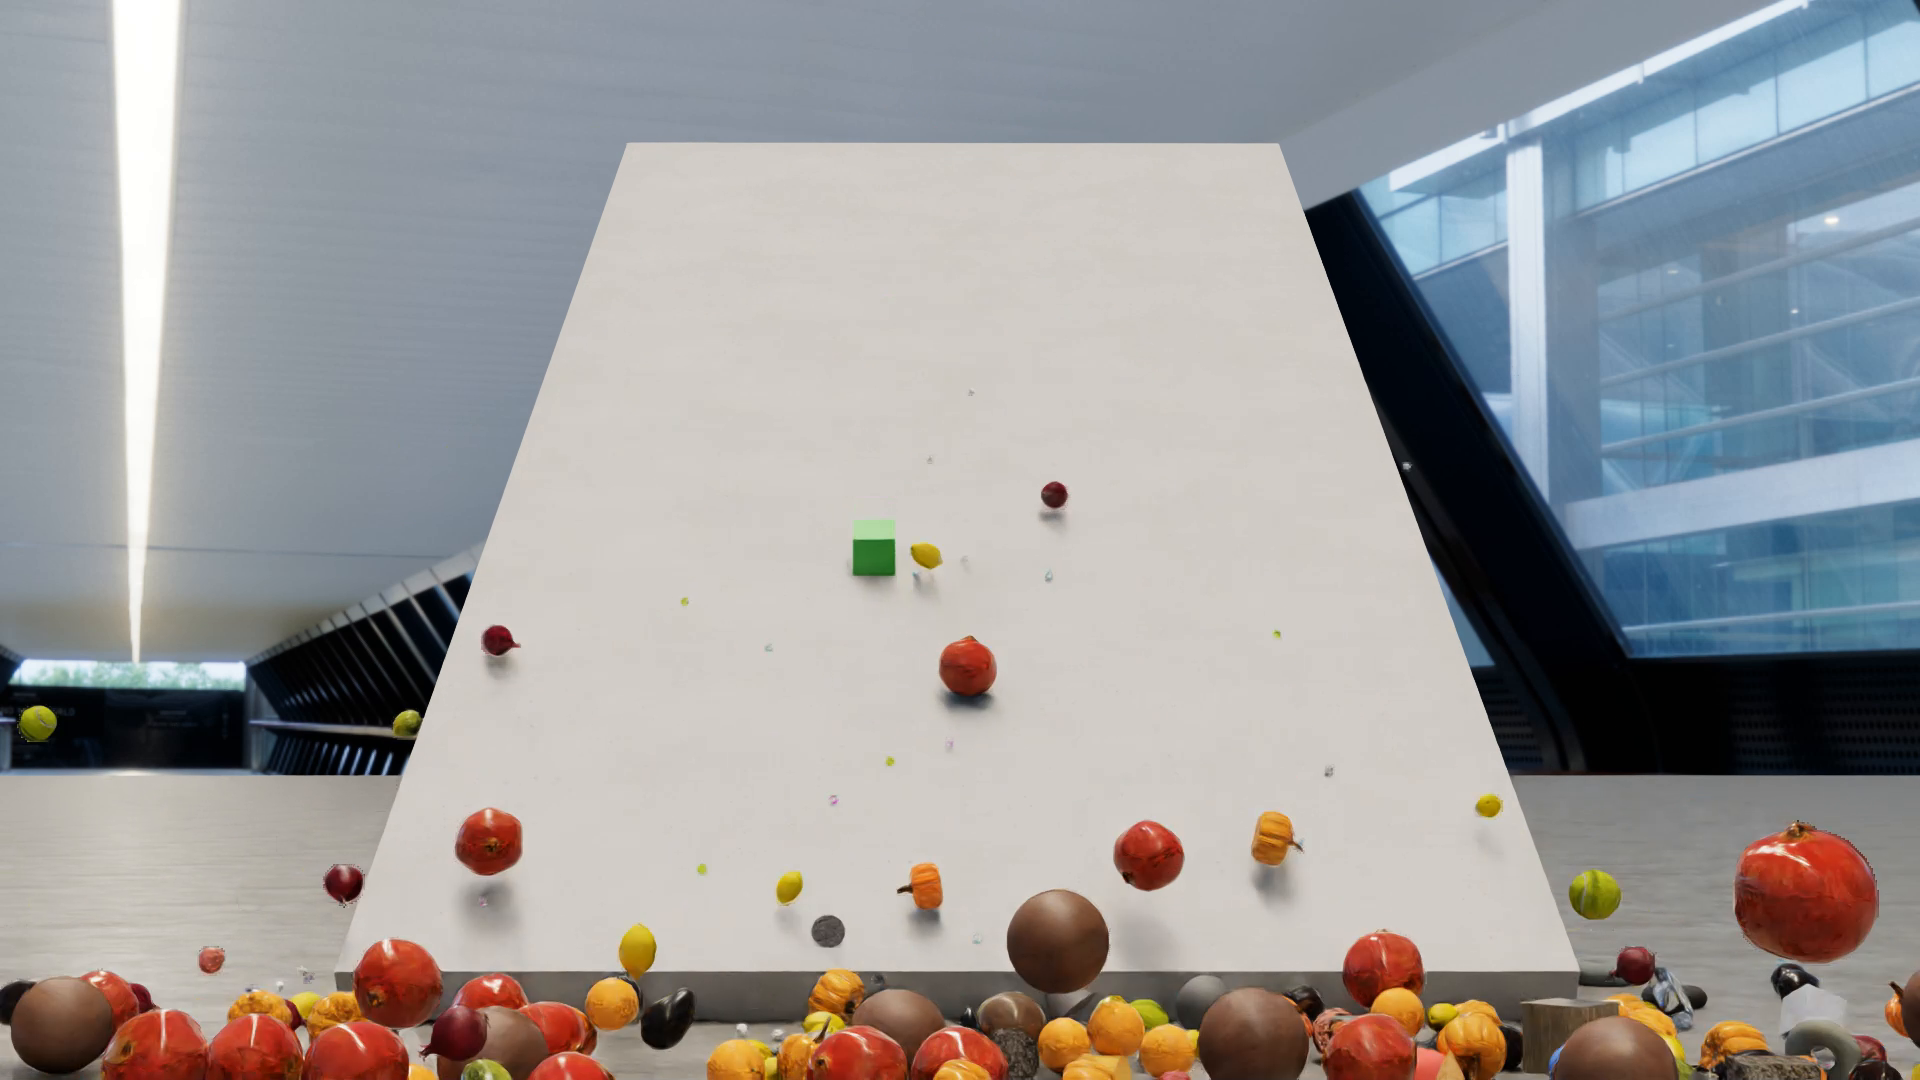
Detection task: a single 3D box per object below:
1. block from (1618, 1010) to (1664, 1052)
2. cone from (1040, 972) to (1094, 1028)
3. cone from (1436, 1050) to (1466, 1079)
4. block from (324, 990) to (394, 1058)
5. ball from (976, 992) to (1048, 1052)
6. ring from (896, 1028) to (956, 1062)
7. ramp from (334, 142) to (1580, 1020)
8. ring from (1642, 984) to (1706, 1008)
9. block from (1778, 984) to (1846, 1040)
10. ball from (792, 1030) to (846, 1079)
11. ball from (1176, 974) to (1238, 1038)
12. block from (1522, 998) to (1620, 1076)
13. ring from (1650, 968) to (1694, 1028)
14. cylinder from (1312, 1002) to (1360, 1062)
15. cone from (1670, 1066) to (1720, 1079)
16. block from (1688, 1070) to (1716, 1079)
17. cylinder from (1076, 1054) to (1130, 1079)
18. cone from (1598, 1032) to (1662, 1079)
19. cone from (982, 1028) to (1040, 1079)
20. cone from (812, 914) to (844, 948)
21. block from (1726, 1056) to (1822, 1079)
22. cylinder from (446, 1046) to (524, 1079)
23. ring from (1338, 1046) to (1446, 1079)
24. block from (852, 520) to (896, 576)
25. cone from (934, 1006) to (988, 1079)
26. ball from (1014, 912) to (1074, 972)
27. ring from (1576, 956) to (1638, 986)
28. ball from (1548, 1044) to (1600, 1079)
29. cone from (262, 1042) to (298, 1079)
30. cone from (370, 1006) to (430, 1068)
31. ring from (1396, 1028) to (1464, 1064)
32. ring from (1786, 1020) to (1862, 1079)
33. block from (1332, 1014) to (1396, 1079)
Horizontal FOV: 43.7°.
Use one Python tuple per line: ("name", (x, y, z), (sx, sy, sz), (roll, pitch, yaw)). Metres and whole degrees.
("block", (0.993, 0.715, 3.490), (0.054, 0.054, 0.054), (0, -5, 5))
("cone", (0.148, 0.693, 3.685), (0.083, 0.083, 0.083), (-36, -18, -14))
("cone", (0.543, 0.612, 2.648), (0.098, 0.098, 0.098), (0, -5, 0))
("block", (-0.854, 0.688, 3.404), (0.058, 0.058, 0.058), (31, 18, 17))
("ball", (0.070, 0.663, 3.256), (0.097, 0.097, 0.097), (0, -5, 0))
("ring", (-0.037, 0.712, 3.371), (0.109, 0.036, 0.109), (3, -3, 0))
("ramp", (-0.012, -0.220, 5.622), (2.000, 0.100, 4.000), (0, 29, 0))
("ring", (1.225, 0.783, 4.107), (0.108, 0.036, 0.108), (1, -5, 0))
("block", (1.207, 0.677, 3.389), (0.062, 0.062, 0.062), (24, -34, -5))
("ball", (-0.183, 0.670, 3.099), (0.069, 0.069, 0.069), (0, -5, 0))
("ball", (0.375, 0.708, 3.634), (0.095, 0.095, 0.095), (0, -5, 0))
("block", (0.824, 0.670, 3.227), (0.092, 0.092, 0.092), (5, -8, -44))
("ring", (1.125, 0.723, 3.787), (0.034, 0.102, 0.102), (-32, -17, 19))
("cylinder", (0.530, 0.690, 3.328), (0.072, 0.072, 0.072), (-2, -32, 16))
("cone", (0.852, 0.659, 2.793), (0.070, 0.070, 0.070), (0, -32, 1))
("block", (0.639, 0.510, 1.965), (0.096, 0.096, 0.096), (27, 2, -41))
("cylinder", (0.177, 0.665, 2.967), (0.052, 0.052, 0.052), (-3, -6, 26))
("cone", (0.856, 0.686, 3.099), (0.074, 0.074, 0.074), (6, -33, -46))
("cone", (0.052, 0.669, 3.090), (0.079, 0.079, 0.079), (2, -11, -19))
("cone", (-0.212, 0.635, 3.919), (0.055, 0.055, 0.055), (-1, 2, 6))
("block", (0.907, 0.622, 2.668), (0.082, 0.082, 0.082), (0, -5, 3))
("cylinder", (-0.577, 0.652, 2.910), (0.068, 0.068, 0.068), (-5, -7, 42))
("ring", (0.558, 0.679, 3.074), (0.143, 0.048, 0.143), (1, -6, 0))
("block", (-0.179, 0.016, 4.993), (0.087, 0.087, 0.087), (-1, 29, -2))
("cone", (0.013, 0.661, 3.153), (0.097, 0.097, 0.097), (0, -5, 0))
("ball", (0.120, 0.566, 3.377), (0.084, 0.084, 0.084), (0, -5, 0))
("ring", (1.213, 0.820, 4.544), (0.139, 0.046, 0.139), (0, -2, 0))
("ball", (0.771, 0.664, 3.006), (0.062, 0.062, 0.062), (0, -5, 0))
("cone", (-0.889, 0.682, 3.130), (0.050, 0.050, 0.050), (0, -5, 0))
("cone", (-0.773, 0.683, 3.309), (0.082, 0.082, 0.082), (0, -5, 0))
("ring", (0.625, 0.698, 3.275), (0.126, 0.042, 0.126), (-1, 1, 0))
("ring", (1.078, 0.646, 2.991), (0.097, 0.097, 0.032), (-5, 6, 42))
("block", (0.538, 0.675, 3.187), (0.076, 0.076, 0.076), (0, -5, 4))
